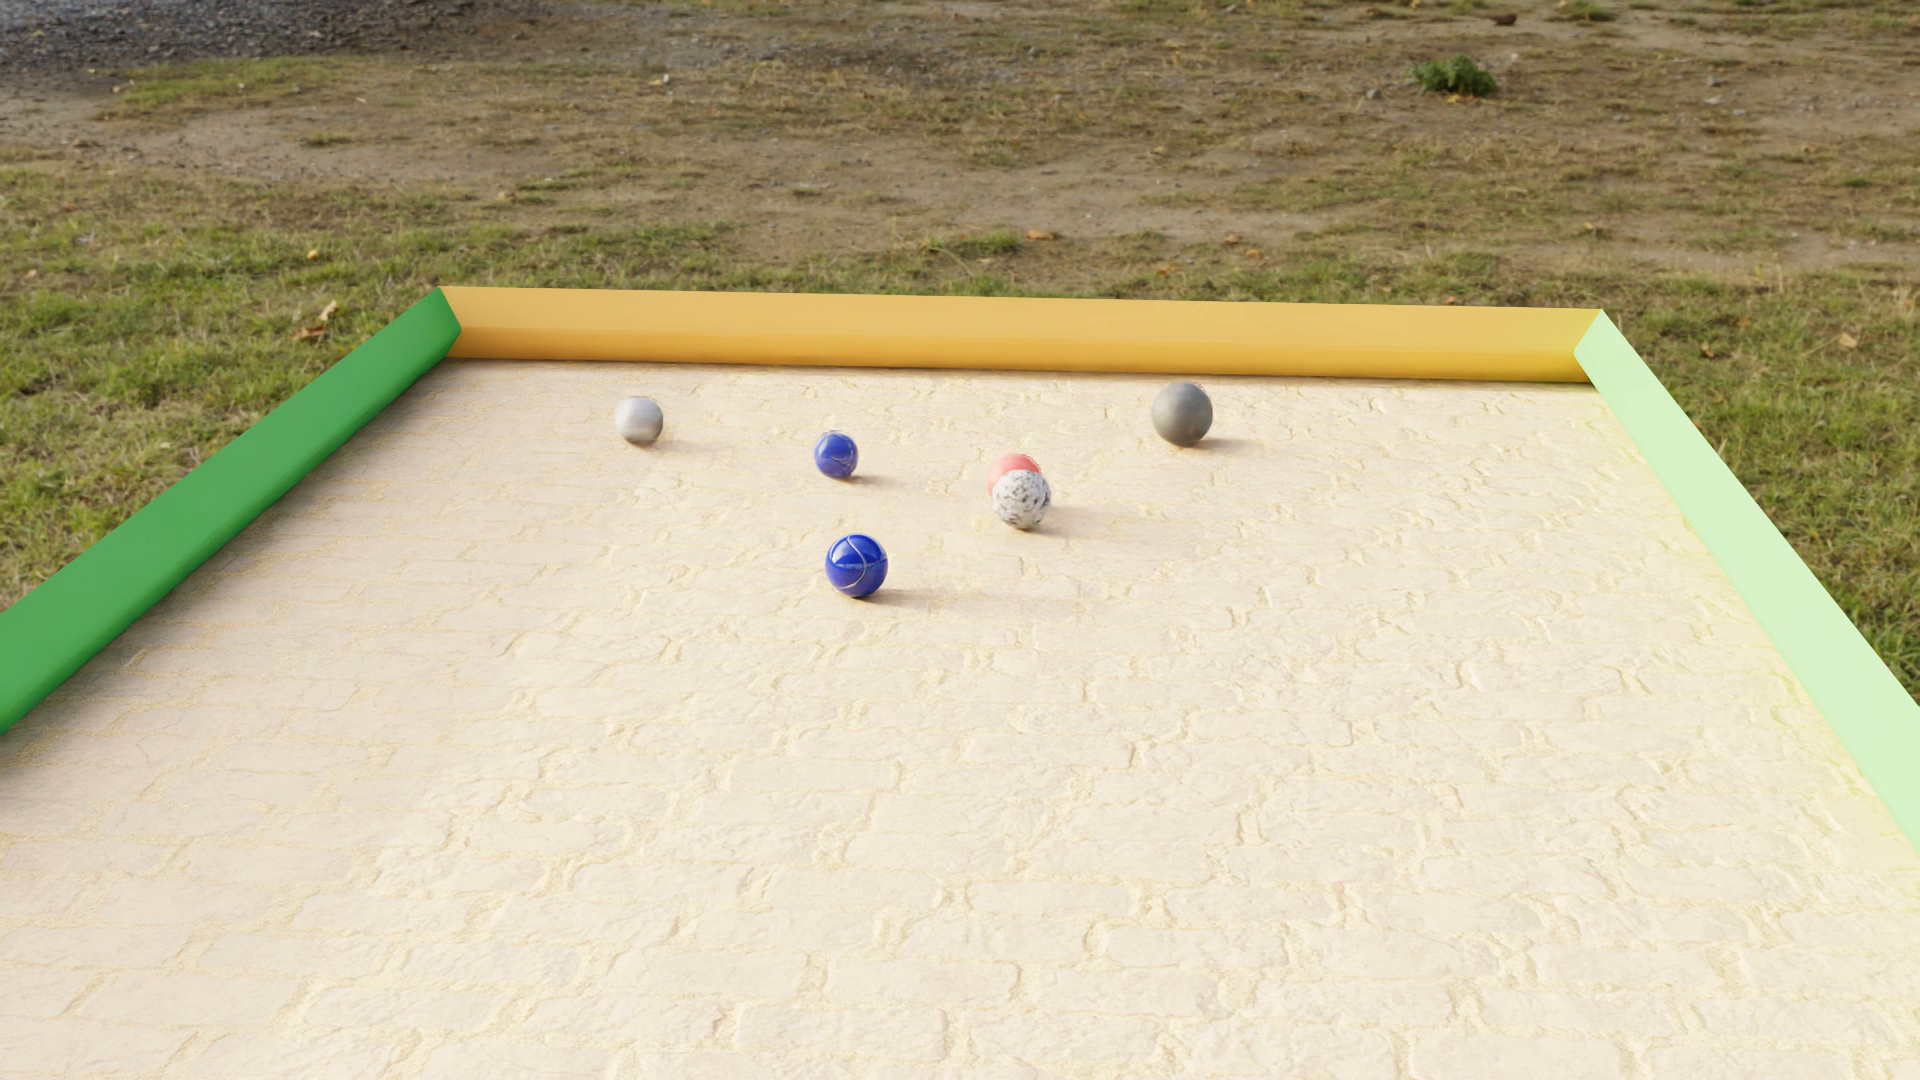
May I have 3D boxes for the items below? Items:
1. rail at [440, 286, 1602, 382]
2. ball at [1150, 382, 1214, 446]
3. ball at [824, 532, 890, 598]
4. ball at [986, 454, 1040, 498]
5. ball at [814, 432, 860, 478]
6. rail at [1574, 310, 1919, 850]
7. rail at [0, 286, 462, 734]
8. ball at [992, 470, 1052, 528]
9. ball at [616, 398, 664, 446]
[{"bbox_3d":[0.072,-0.310,3.361,1.784,0.112,0.045,2,20,5],"label":"rail"},{"bbox_3d":[0.305,-0.173,3.020,0.086,0.086,0.086,0,20,0],"label":"ball"},{"bbox_3d":[-0.116,0.028,2.478,0.073,0.073,0.073,0,20,0],"label":"ball"},{"bbox_3d":[0.068,-0.072,2.763,0.070,0.070,0.070,0,20,0],"label":"ball"},{"bbox_3d":[-0.162,-0.110,2.882,0.061,0.061,0.061,0,20,0],"label":"ball"},{"bbox_3d":[0.791,0.304,1.649,0.045,0.112,3.552,2,20,5],"label":"rail"},{"bbox_3d":[-0.940,0.255,1.786,0.045,0.112,3.552,2,20,5],"label":"rail"},{"bbox_3d":[0.076,-0.050,2.696,0.073,0.073,0.073,0,20,0],"label":"ball"},{"bbox_3d":[-0.440,-0.163,3.022,0.066,0.066,0.066,0,20,0],"label":"ball"}]
